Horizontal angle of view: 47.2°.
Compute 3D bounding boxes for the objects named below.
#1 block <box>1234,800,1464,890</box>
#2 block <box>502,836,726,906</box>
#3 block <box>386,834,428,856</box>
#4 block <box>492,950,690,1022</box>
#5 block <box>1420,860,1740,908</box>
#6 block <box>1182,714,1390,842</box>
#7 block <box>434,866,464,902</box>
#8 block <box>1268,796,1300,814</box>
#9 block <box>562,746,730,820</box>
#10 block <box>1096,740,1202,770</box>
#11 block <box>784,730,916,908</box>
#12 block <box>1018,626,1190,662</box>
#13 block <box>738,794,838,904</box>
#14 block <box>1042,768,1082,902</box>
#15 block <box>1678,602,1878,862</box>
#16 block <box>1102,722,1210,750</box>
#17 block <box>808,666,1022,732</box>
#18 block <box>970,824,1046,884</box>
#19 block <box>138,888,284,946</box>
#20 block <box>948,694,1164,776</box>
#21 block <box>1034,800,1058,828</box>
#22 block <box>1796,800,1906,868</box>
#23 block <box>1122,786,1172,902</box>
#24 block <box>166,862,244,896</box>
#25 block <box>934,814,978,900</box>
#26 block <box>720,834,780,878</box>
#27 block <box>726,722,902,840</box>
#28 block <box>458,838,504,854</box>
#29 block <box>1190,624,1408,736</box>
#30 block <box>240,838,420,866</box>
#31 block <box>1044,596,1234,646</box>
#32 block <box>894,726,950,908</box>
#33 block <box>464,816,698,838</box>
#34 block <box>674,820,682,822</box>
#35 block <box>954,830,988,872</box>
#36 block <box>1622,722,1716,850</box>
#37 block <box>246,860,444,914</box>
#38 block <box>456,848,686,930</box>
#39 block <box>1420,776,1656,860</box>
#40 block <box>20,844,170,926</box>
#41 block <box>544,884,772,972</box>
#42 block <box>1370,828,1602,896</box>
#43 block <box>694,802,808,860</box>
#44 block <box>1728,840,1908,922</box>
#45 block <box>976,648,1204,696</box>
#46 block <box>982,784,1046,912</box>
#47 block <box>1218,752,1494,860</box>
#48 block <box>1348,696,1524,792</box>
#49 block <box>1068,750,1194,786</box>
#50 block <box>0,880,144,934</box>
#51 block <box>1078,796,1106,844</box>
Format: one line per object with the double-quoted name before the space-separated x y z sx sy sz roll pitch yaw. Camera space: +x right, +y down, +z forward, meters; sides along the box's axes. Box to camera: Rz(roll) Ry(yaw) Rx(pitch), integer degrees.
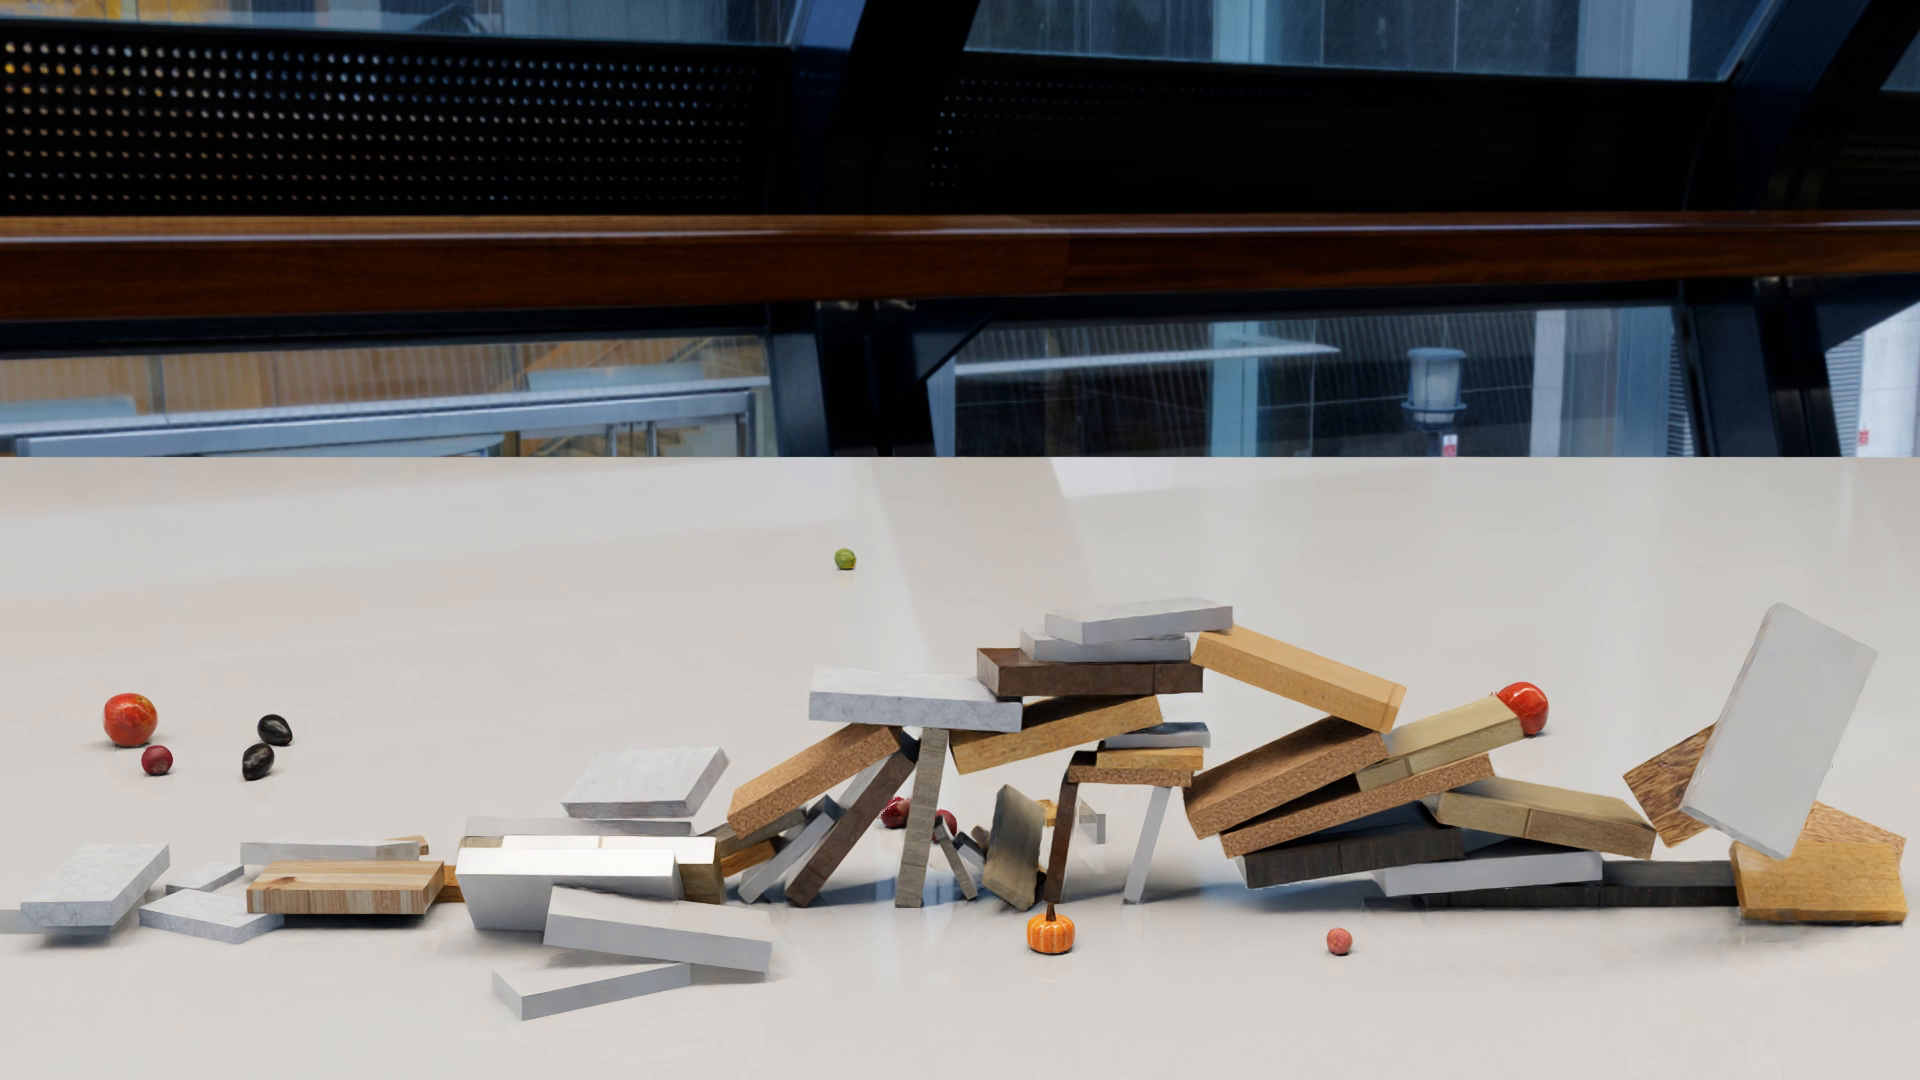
"block" 0.634 0.497 3.634 0.353 0.050 0.176 -9 11 0
"block" -0.550 0.539 3.509 0.334 0.167 0.047 0 50 2
"block" -1.004 0.544 3.869 0.126 0.018 0.063 -5 11 -23
"block" -0.547 0.647 3.260 0.261 0.037 0.131 -6 12 -30
"block" 1.093 0.573 3.664 0.655 0.036 0.126 0 11 0
"block" 0.532 0.379 3.625 0.338 0.048 0.169 -25 10 7
"block" -0.941 0.574 3.676 0.362 0.029 0.103 0 11 1
"block" 0.547 0.410 3.620 0.112 0.016 0.056 -28 10 -3
"block" -0.528 0.408 3.691 0.265 0.037 0.132 -5 35 32
"block" 0.312 0.354 3.611 0.172 0.024 0.086 1 9 6
"block" -0.181 0.458 3.651 0.043 0.303 0.152 37 8 -7
"block" 0.239 0.173 3.650 0.261 0.037 0.131 0 7 -9
"block" -0.285 0.512 3.653 0.199 0.028 0.099 -44 8 6
"block" 0.171 0.489 3.651 0.028 0.200 0.100 9 10 6
"block" 1.274 0.296 3.421 0.169 0.364 0.048 28 -14 5
"block" 0.324 0.324 3.645 0.172 0.024 0.086 0 8 -1
"block" -0.072 0.261 3.621 0.343 0.049 0.171 3 10 -1
"block" 0.084 0.532 3.713 0.134 0.019 0.067 33 4 -23
"block" -1.199 0.602 3.522 0.206 0.029 0.103 5 12 25
"block" 0.152 0.306 3.654 0.343 0.049 0.171 -14 8 -3
"block" 0.162 0.506 4.076 0.056 0.016 0.113 -4 11 -23
"block" 1.433 0.500 3.665 0.252 0.036 0.126 23 50 16
"block" 0.313 0.490 3.648 0.028 0.200 0.100 16 11 6
"block" -1.273 0.573 3.711 0.063 0.018 0.126 3 11 17
"block" -0.009 0.526 3.650 0.019 0.134 0.067 -26 7 1
"block" -0.398 0.537 3.659 0.199 0.028 0.099 -24 10 3
"block" -0.238 0.379 3.632 0.303 0.043 0.152 -30 10 5
"block" -0.734 0.537 3.722 0.206 0.029 0.103 1 -26 6
"block" 0.559 0.222 3.613 0.338 0.048 0.169 20 13 13
"block" -1.071 0.532 3.740 0.265 0.037 0.132 -1 -4 18
"block" 0.294 0.132 3.620 0.282 0.037 0.130 -5 8 -25
"block" -0.064 0.438 3.648 0.043 0.303 0.152 9 10 -3
"block" -0.640 0.517 3.754 0.384 0.037 0.132 1 -28 4
"block" -0.567 0.526 3.965 0.126 0.018 0.063 -1 11 -4
"block" 0.050 0.541 3.657 0.134 0.019 0.067 39 6 -10
"block" 1.221 0.368 3.524 0.275 0.138 0.039 -34 -14 19
"block" -0.991 0.561 3.556 0.281 0.040 0.140 0 10 0
"block" -0.607 0.550 3.451 0.334 0.167 0.047 0 50 2
"block" 0.946 0.447 3.632 0.353 0.050 0.176 10 10 -4
"block" -1.388 0.553 3.543 0.140 0.040 0.281 0 11 -2
"block" -0.457 0.588 3.336 0.334 0.047 0.167 9 5 -8
"block" 0.863 0.525 3.652 0.353 0.050 0.176 -4 11 -1
"block" -0.351 0.482 3.665 0.199 0.028 0.099 -25 10 2
"block" 1.391 0.553 3.568 0.252 0.036 0.126 1 52 3
"block" 0.213 0.216 3.646 0.343 0.049 0.171 0 7 -11
"block" 0.092 0.511 3.670 0.086 0.024 0.247 35 29 -13
"block" 0.642 0.417 3.616 0.450 0.039 0.138 -18 10 4
"block" 0.769 0.333 3.606 0.275 0.039 0.138 -19 10 2
"block" 0.284 0.377 3.632 0.200 0.028 0.100 1 9 10
"block" -1.612 0.591 3.555 0.538 0.040 0.140 0 11 2
"block" 0.238 0.505 3.973 0.016 0.056 0.113 -3 11 -14
